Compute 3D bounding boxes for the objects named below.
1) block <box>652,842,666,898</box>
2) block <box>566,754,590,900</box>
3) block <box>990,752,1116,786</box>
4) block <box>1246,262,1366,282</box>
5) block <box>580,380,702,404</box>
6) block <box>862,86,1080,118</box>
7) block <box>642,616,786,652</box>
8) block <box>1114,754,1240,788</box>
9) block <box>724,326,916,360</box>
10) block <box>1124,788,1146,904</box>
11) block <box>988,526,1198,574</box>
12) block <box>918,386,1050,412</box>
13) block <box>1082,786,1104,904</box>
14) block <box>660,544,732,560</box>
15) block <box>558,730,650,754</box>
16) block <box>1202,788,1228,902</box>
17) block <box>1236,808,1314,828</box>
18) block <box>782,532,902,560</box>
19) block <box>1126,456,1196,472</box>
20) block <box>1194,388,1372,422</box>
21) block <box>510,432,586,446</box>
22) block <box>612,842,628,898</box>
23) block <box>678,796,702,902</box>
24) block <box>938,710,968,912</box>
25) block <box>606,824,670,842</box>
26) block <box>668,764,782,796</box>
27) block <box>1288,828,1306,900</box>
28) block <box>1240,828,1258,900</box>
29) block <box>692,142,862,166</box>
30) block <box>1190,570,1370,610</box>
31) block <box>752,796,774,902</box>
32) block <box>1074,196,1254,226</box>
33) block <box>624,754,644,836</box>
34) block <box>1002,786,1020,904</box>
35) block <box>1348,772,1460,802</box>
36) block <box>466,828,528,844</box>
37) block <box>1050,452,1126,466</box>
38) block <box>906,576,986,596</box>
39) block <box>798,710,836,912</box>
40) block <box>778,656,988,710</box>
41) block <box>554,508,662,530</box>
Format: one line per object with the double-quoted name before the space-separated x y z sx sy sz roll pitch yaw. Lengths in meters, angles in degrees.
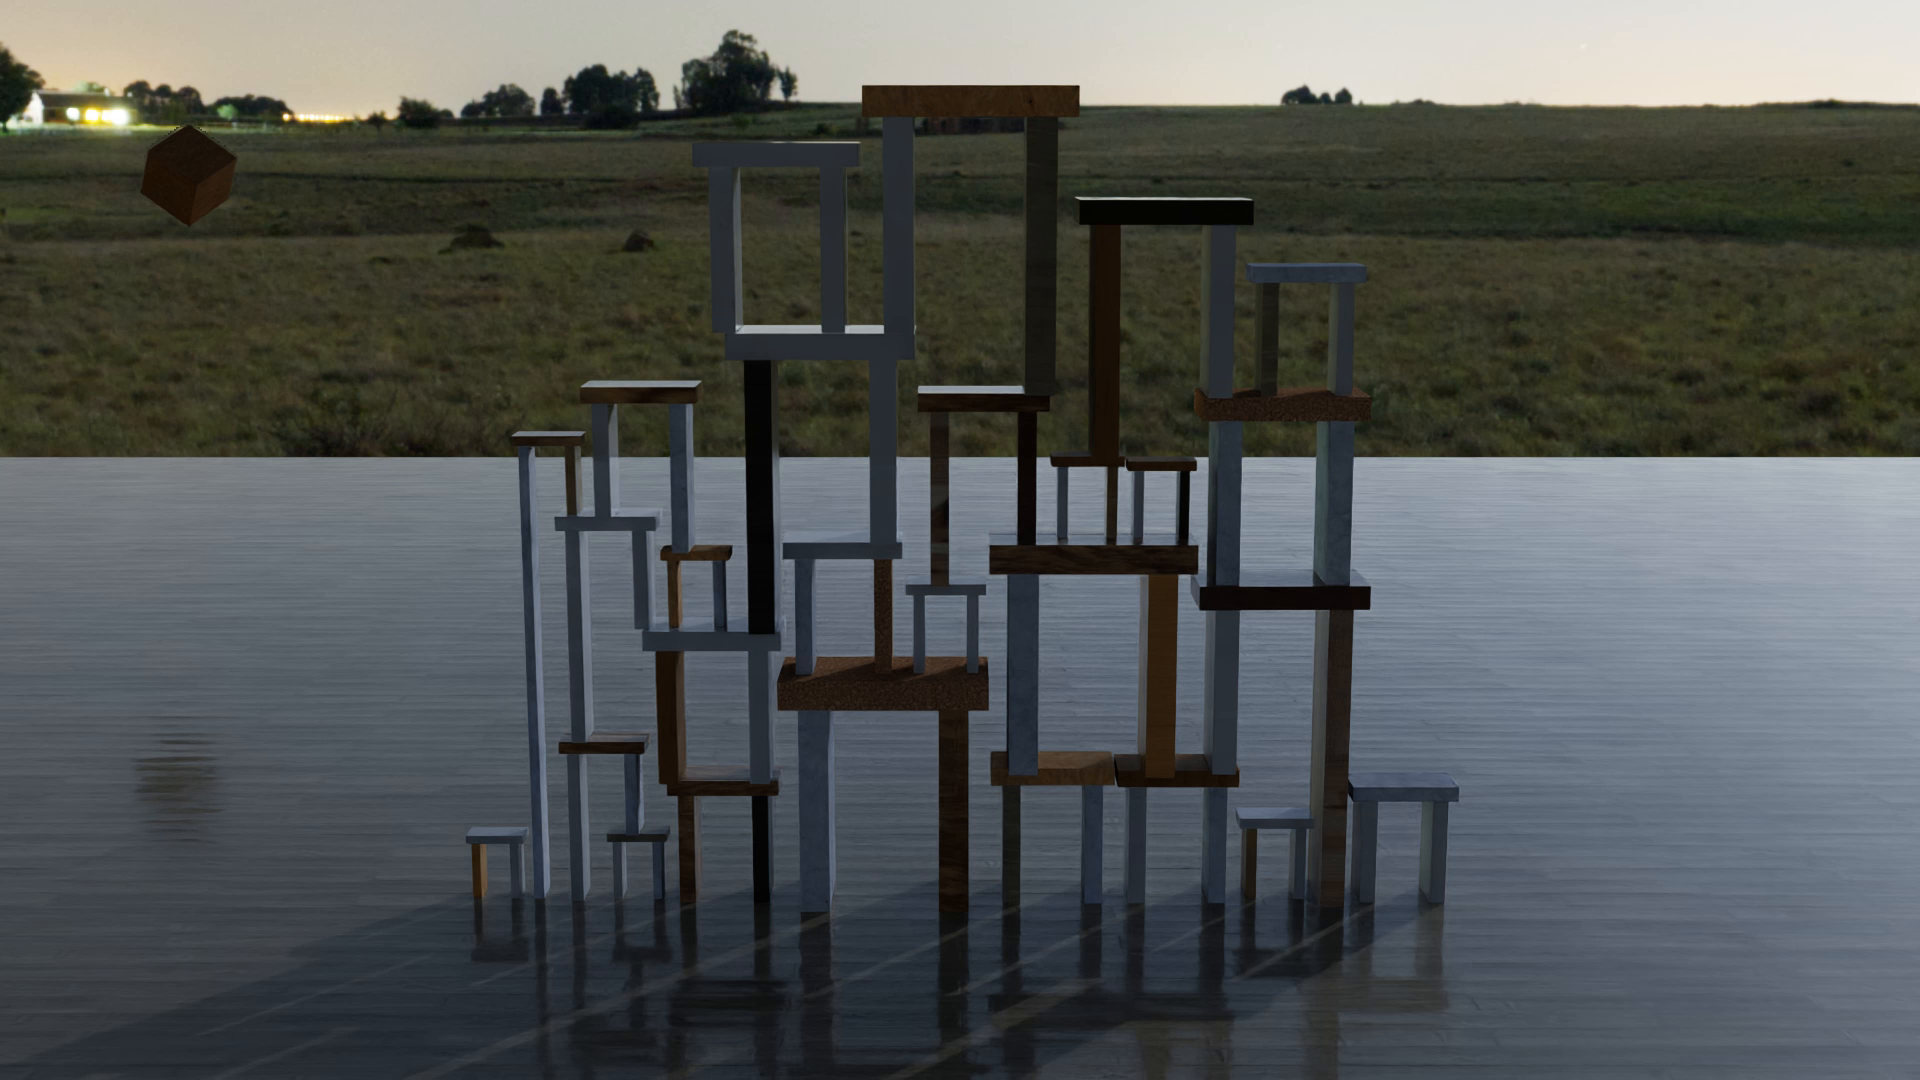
"block" -0.500 0.542 3.660 0.014 0.098 0.049 0 11 0
"block" -0.632 0.466 3.647 0.020 0.251 0.070 0 11 0
"block" 0.152 0.377 3.633 0.202 0.029 0.101 0 11 0
"block" 0.547 -0.423 3.482 0.178 0.025 0.089 0 11 0
"block" -0.508 -0.237 3.513 0.183 0.026 0.091 0 11 0
"block" 0.016 -0.684 3.430 0.331 0.047 0.166 0 11 -1
"block" -0.399 0.153 3.583 0.222 0.031 0.111 0 11 0
"block" 0.357 0.381 3.634 0.198 0.028 0.099 0 11 0
"block" -0.219 -0.314 3.498 0.295 0.042 0.148 0 11 0
"block" 0.291 0.492 3.655 0.028 0.198 0.099 0 11 0
"block" 0.212 0.017 3.559 0.330 0.047 0.165 0 11 0
"block" 0.037 -0.226 3.515 0.208 0.029 0.104 0 11 0
"block" 0.219 0.490 3.654 0.029 0.202 0.101 0 11 0
"block" -0.427 0.021 3.562 0.110 0.016 0.055 0 11 0
"block" -0.585 0.333 3.622 0.140 0.020 0.070 0 11 0
"block" 0.423 0.492 3.655 0.028 0.198 0.099 0 11 0
"block" 0.521 0.461 3.649 0.122 0.017 0.061 0 11 0
"block" -0.189 0.009 3.565 0.191 0.027 0.095 0 11 -1
"block" 0.323 -0.123 3.537 0.110 0.016 0.055 0 11 0
"block" 0.514 -0.218 3.523 0.265 0.037 0.132 0 11 0
"block" -0.660 -0.163 3.534 0.112 0.016 0.056 0 11 1
"block" -0.566 0.542 3.660 0.014 0.098 0.049 0 11 0
"block" -0.449 0.500 3.657 0.026 0.182 0.091 0 11 0
"block" -0.010 0.424 3.636 0.048 0.338 0.169 0 11 0
"block" -0.533 0.487 3.650 0.098 0.014 0.049 0 11 0
"block" -0.388 0.398 3.638 0.182 0.026 0.091 0 11 0
"block" 0.562 0.530 3.661 0.017 0.122 0.061 0 11 0
"block" 0.481 0.530 3.661 0.017 0.122 0.061 0 11 0
"block" -0.284 -0.604 3.443 0.256 0.036 0.128 0 11 0
"block" 0.519 0.080 3.575 0.273 0.039 0.136 0 11 0
"block" -0.328 0.500 3.658 0.026 0.182 0.091 0 11 0
"block" 0.318 -0.518 3.458 0.269 0.038 0.135 0 11 -1
"block" -0.539 0.411 3.636 0.020 0.140 0.070 0 10 0
"block" 0.085 0.490 3.654 0.029 0.202 0.101 0 11 0
"block" 0.729 0.408 3.635 0.173 0.024 0.086 0 11 0
"block" -0.768 0.490 3.651 0.095 0.013 0.047 0 11 0
"block" 0.205 -0.130 3.536 0.117 0.017 0.059 0 11 -1
"block" -0.023 0.074 3.569 0.130 0.018 0.065 0 11 0
"block" -0.236 0.424 3.636 0.048 0.338 0.169 0 11 0
"block" -0.123 0.234 3.600 0.338 0.048 0.169 0 11 0
"block" -0.567 -0.033 3.553 0.161 0.023 0.081 0 11 0
